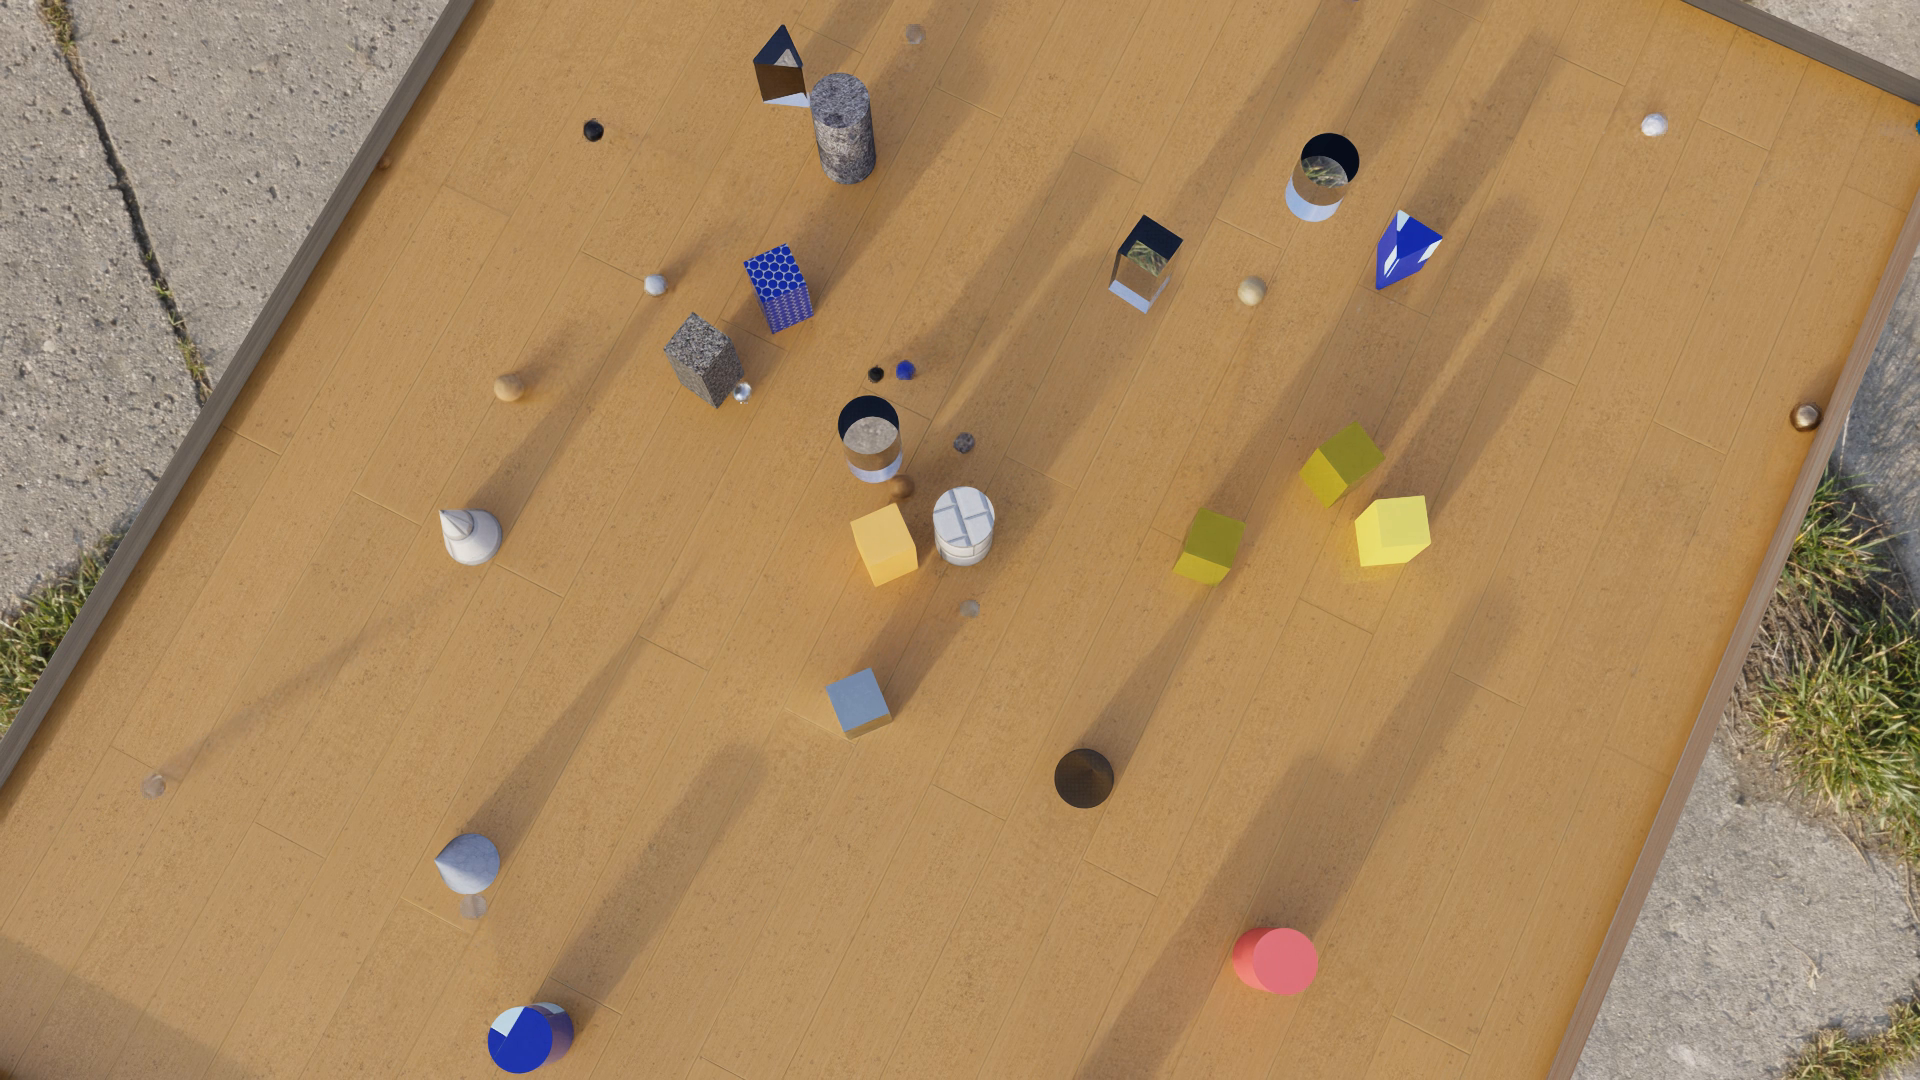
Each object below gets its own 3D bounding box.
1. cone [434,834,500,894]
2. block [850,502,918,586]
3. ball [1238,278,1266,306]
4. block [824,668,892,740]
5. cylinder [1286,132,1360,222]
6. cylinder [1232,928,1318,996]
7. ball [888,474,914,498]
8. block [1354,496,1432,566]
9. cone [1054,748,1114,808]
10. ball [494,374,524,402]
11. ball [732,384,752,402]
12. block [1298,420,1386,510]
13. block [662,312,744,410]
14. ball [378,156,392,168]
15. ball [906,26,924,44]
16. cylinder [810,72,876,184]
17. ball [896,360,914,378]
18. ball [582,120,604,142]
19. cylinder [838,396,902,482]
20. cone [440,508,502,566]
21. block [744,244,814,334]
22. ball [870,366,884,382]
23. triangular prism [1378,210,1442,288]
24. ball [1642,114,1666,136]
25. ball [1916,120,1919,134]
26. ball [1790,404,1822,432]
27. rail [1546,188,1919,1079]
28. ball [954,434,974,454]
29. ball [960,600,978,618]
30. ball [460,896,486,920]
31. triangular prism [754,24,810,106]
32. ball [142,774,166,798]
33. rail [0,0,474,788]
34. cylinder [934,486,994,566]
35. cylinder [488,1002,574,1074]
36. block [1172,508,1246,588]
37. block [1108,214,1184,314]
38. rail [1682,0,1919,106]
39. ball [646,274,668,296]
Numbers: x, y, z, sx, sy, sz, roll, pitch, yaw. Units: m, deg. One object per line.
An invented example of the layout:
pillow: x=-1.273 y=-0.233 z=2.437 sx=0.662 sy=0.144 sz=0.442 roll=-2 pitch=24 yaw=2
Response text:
cone: x=-1.451 y=0.920 z=5.236 sx=0.178 sy=0.372 sz=0.178 roll=0 pitch=78 yaw=0
block: x=-0.222 y=0.018 z=5.441 sx=0.143 sy=0.336 sz=0.143 roll=-24 pitch=79 yaw=-5
ball: x=0.912 y=-0.776 z=5.732 sx=0.087 sy=0.087 sz=0.087 roll=0 pitch=78 yaw=0
block: x=-0.295 y=0.484 z=5.385 sx=0.143 sy=0.256 sz=0.143 roll=-23 pitch=79 yaw=-5
cylinder: x=1.126 y=-1.127 z=5.708 sx=0.178 sy=0.277 sz=0.178 roll=0 pitch=78 yaw=0
cylinder: x=0.886 y=1.187 z=5.178 sx=0.178 sy=0.377 sz=0.178 roll=0 pitch=78 yaw=0
ball: x=-0.181 y=-0.164 z=5.611 sx=0.076 sy=0.076 sz=0.076 roll=0 pitch=78 yaw=0
block: x=1.290 y=-0.024 z=5.474 sx=0.143 sy=0.289 sz=0.143 roll=-5 pitch=78 yaw=-1
cone: x=0.370 y=0.676 z=5.298 sx=0.178 sy=0.350 sz=0.178 roll=0 pitch=78 yaw=0
ball: x=-1.395 y=-0.471 z=5.669 sx=0.087 sy=0.087 sz=0.087 roll=0 pitch=78 yaw=0
ball: x=-0.675 y=-0.457 z=5.681 sx=0.059 sy=0.059 sz=0.059 roll=0 pitch=78 yaw=0
block: x=1.144 y=-0.222 z=5.502 sx=0.143 sy=0.314 sz=0.143 roll=-35 pitch=80 yaw=-7
block: x=-0.771 y=-0.539 z=5.546 sx=0.143 sy=0.355 sz=0.143 roll=36 pitch=81 yaw=7
ball: x=-1.836 y=-1.205 z=5.843 sx=0.043 sy=0.043 sz=0.043 roll=0 pitch=78 yaw=0
ball: x=-0.147 y=-1.633 z=5.925 sx=0.057 sy=0.057 sz=0.057 roll=0 pitch=78 yaw=0
cylinder: x=-0.358 y=-1.265 z=5.660 sx=0.178 sy=0.425 sz=0.178 roll=0 pitch=78 yaw=0
ball: x=-0.169 y=-0.531 z=5.697 sx=0.056 sy=0.056 sz=0.056 roll=0 pitch=78 yaw=0
ball: x=-1.171 y=-1.306 z=5.852 sx=0.067 sy=0.067 sz=0.067 roll=0 pitch=78 yaw=0
cylinder: x=-0.266 y=-0.299 z=5.496 sx=0.178 sy=0.356 sz=0.178 roll=0 pitch=78 yaw=0
cone: x=-1.492 y=-0.048 z=5.433 sx=0.178 sy=0.379 sz=0.178 roll=0 pitch=78 yaw=0
block: x=-0.554 y=-0.768 z=5.624 sx=0.143 sy=0.296 sz=0.143 roll=-25 pitch=79 yaw=-5
ball: x=-0.260 y=-0.517 z=5.699 sx=0.046 sy=0.046 sz=0.046 roll=0 pitch=78 yaw=0
triangular prism: x=1.356 y=-0.909 z=5.663 sx=0.154 sy=0.275 sz=0.134 roll=-25 pitch=79 yaw=-5
ball: x=2.215 y=-1.325 z=5.853 sx=0.073 sy=0.073 sz=0.073 roll=0 pitch=78 yaw=0
ball: x=3.097 y=-1.323 z=5.849 sx=0.079 sy=0.079 sz=0.079 roll=0 pitch=78 yaw=0
ball: x=2.607 y=-0.376 z=5.648 sx=0.089 sy=0.089 sz=0.089 roll=0 pitch=78 yaw=0
rail: x=1.987 y=0.979 z=5.354 sx=0.045 sy=0.116 sz=5.369 roll=26 pitch=80 yaw=5
ball: x=0.011 y=-0.297 z=5.647 sx=0.059 sy=0.059 sz=0.059 roll=0 pitch=78 yaw=0
ball: x=0.025 y=0.209 z=5.546 sx=0.054 sy=0.054 sz=0.054 roll=0 pitch=78 yaw=0
ball: x=-1.423 y=1.075 z=5.358 sx=0.070 sy=0.070 sz=0.070 roll=0 pitch=78 yaw=0
triangular prism: x=-0.553 y=-1.499 z=5.783 sx=0.154 sy=0.281 sz=0.134 roll=6 pitch=78 yaw=1
ball: x=-2.388 y=0.729 z=5.431 sx=0.067 sy=0.067 sz=0.067 roll=0 pitch=78 yaw=0
rail: x=-1.987 y=-0.967 z=5.756 sx=0.045 sy=0.116 sz=5.369 roll=26 pitch=80 yaw=5
cylinder: x=0.011 y=-0.037 z=5.466 sx=0.178 sy=0.309 sz=0.178 roll=0 pitch=78 yaw=0
cylinder: x=-1.210 y=1.405 z=5.181 sx=0.178 sy=0.283 sz=0.178 roll=0 pitch=78 yaw=0
block: x=0.738 y=0.025 z=5.453 sx=0.143 sy=0.309 sz=0.143 roll=20 pitch=79 yaw=4
block: x=0.567 y=-0.842 z=5.618 sx=0.143 sy=0.337 sz=0.143 roll=34 pitch=80 yaw=7
rail: x=1.190 y=-2.324 z=6.036 sx=4.490 sy=0.116 sz=0.045 roll=26 pitch=80 yaw=5
ball: x=-0.953 y=-0.803 z=5.747 sx=0.068 sy=0.068 sz=0.068 roll=0 pitch=78 yaw=0
